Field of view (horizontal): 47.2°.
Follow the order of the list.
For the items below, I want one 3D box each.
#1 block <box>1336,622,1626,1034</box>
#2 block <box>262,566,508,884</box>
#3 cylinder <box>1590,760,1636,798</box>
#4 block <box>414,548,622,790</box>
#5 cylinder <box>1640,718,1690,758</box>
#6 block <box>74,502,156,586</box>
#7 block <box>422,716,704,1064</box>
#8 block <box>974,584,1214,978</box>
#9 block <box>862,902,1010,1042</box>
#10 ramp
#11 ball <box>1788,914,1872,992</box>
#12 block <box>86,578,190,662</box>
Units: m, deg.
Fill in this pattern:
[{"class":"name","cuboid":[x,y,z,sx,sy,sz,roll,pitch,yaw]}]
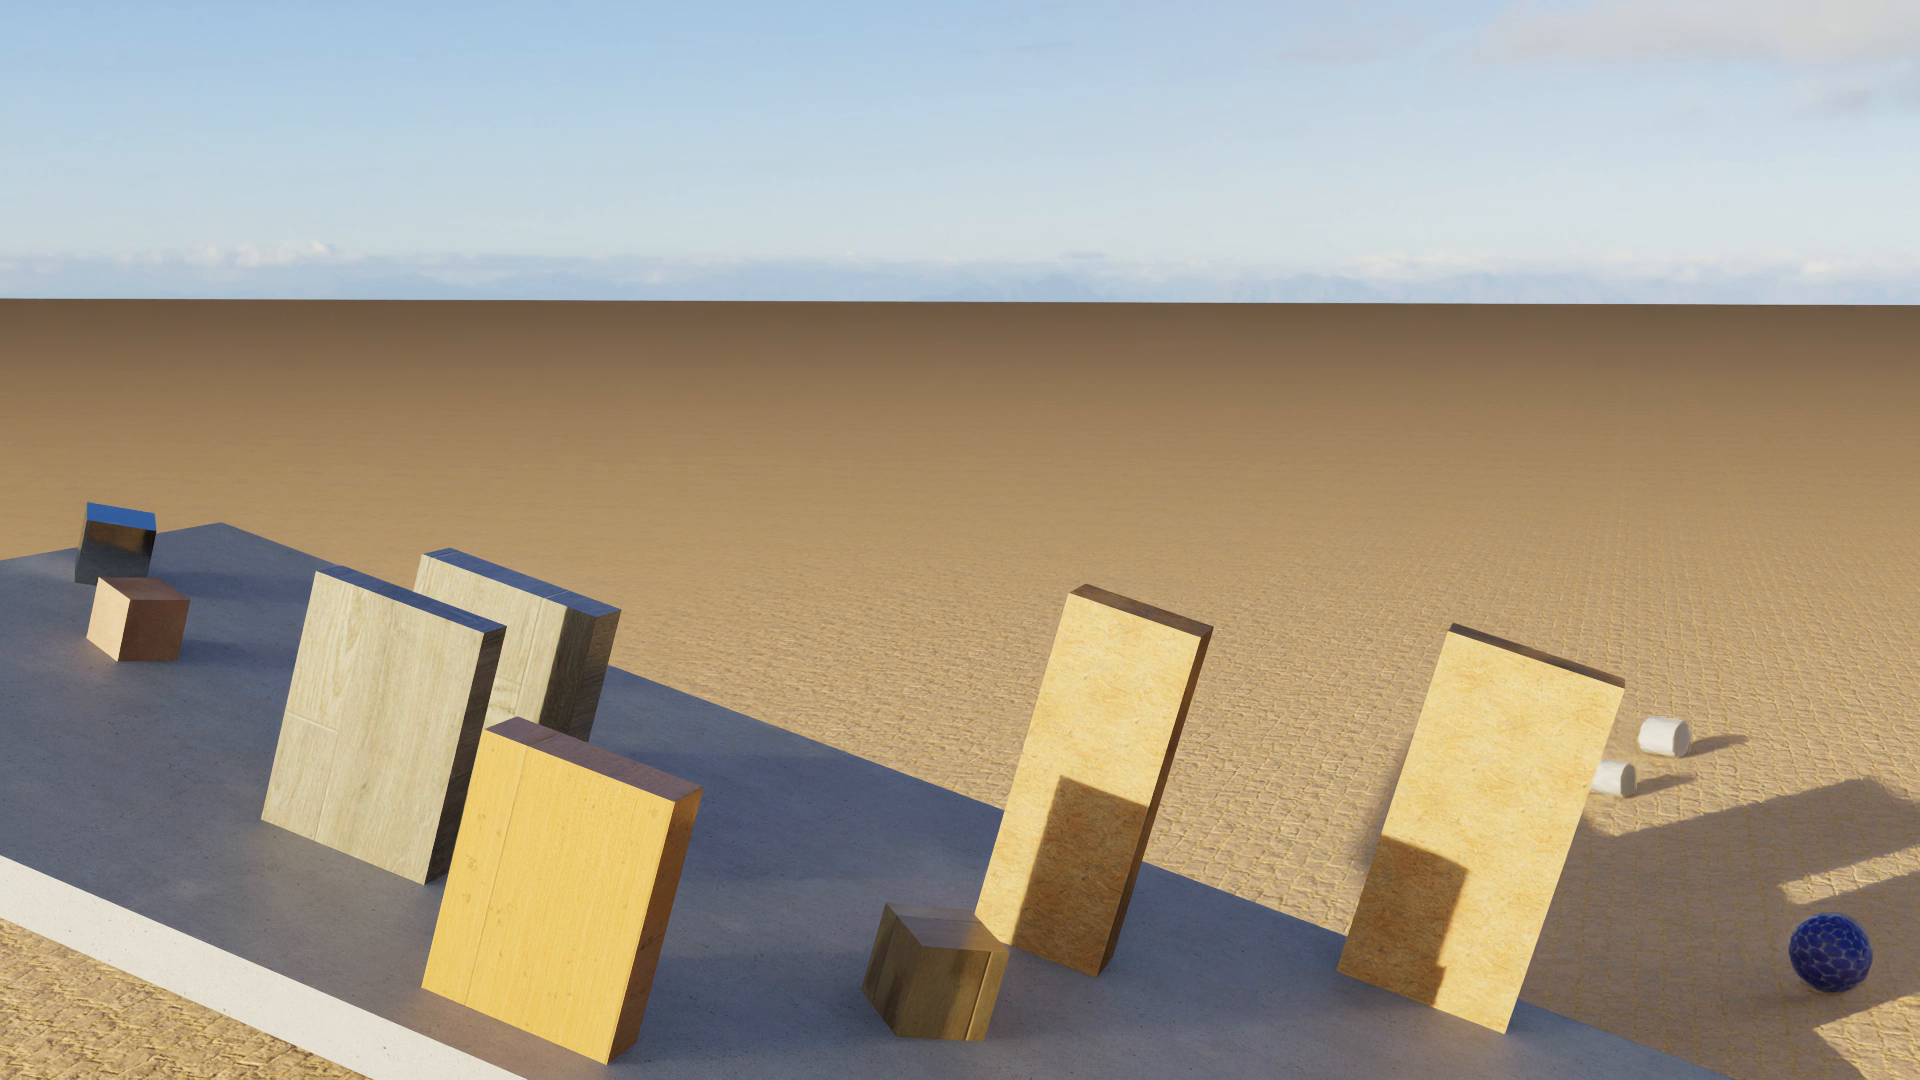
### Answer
[{"class":"block","cuboid":[1.091,0.603,4.624,0.367,0.774,0.122,19,12,14]},{"class":"block","cuboid":[-1.019,0.324,3.881,0.339,0.471,0.081,19,12,14]},{"class":"cylinder","cuboid":[2.325,0.850,7.837,0.118,0.118,0.118,7,9,44]},{"class":"block","cuboid":[-0.914,0.283,4.343,0.390,0.426,0.108,19,12,14]},{"class":"cylinder","cuboid":[2.718,0.762,8.482,0.138,0.138,0.138,-7,10,-43]},{"class":"block","cuboid":[-1.914,0.017,4.982,0.147,0.147,0.147,11,12,-24]},{"class":"block","cuboid":[-0.623,0.544,3.439,0.333,0.439,0.107,19,12,14]},{"class":"block","cuboid":[0.257,0.469,4.307,0.267,0.708,0.137,19,12,14]},{"class":"block","cuboid":[-0.045,0.760,3.869,0.171,0.171,0.171,10,13,-27]},{"class":"ramp","cuboid":[-0.376,0.733,4.239,4.000,0.100,2.000,19,12,14]},{"class":"ball","cuboid":[2.248,1.067,5.678,0.202,0.202,0.202,0,7,0]},{"class":"block","cuboid":[-1.710,0.164,4.578,0.134,0.134,0.134,25,14,38]}]
